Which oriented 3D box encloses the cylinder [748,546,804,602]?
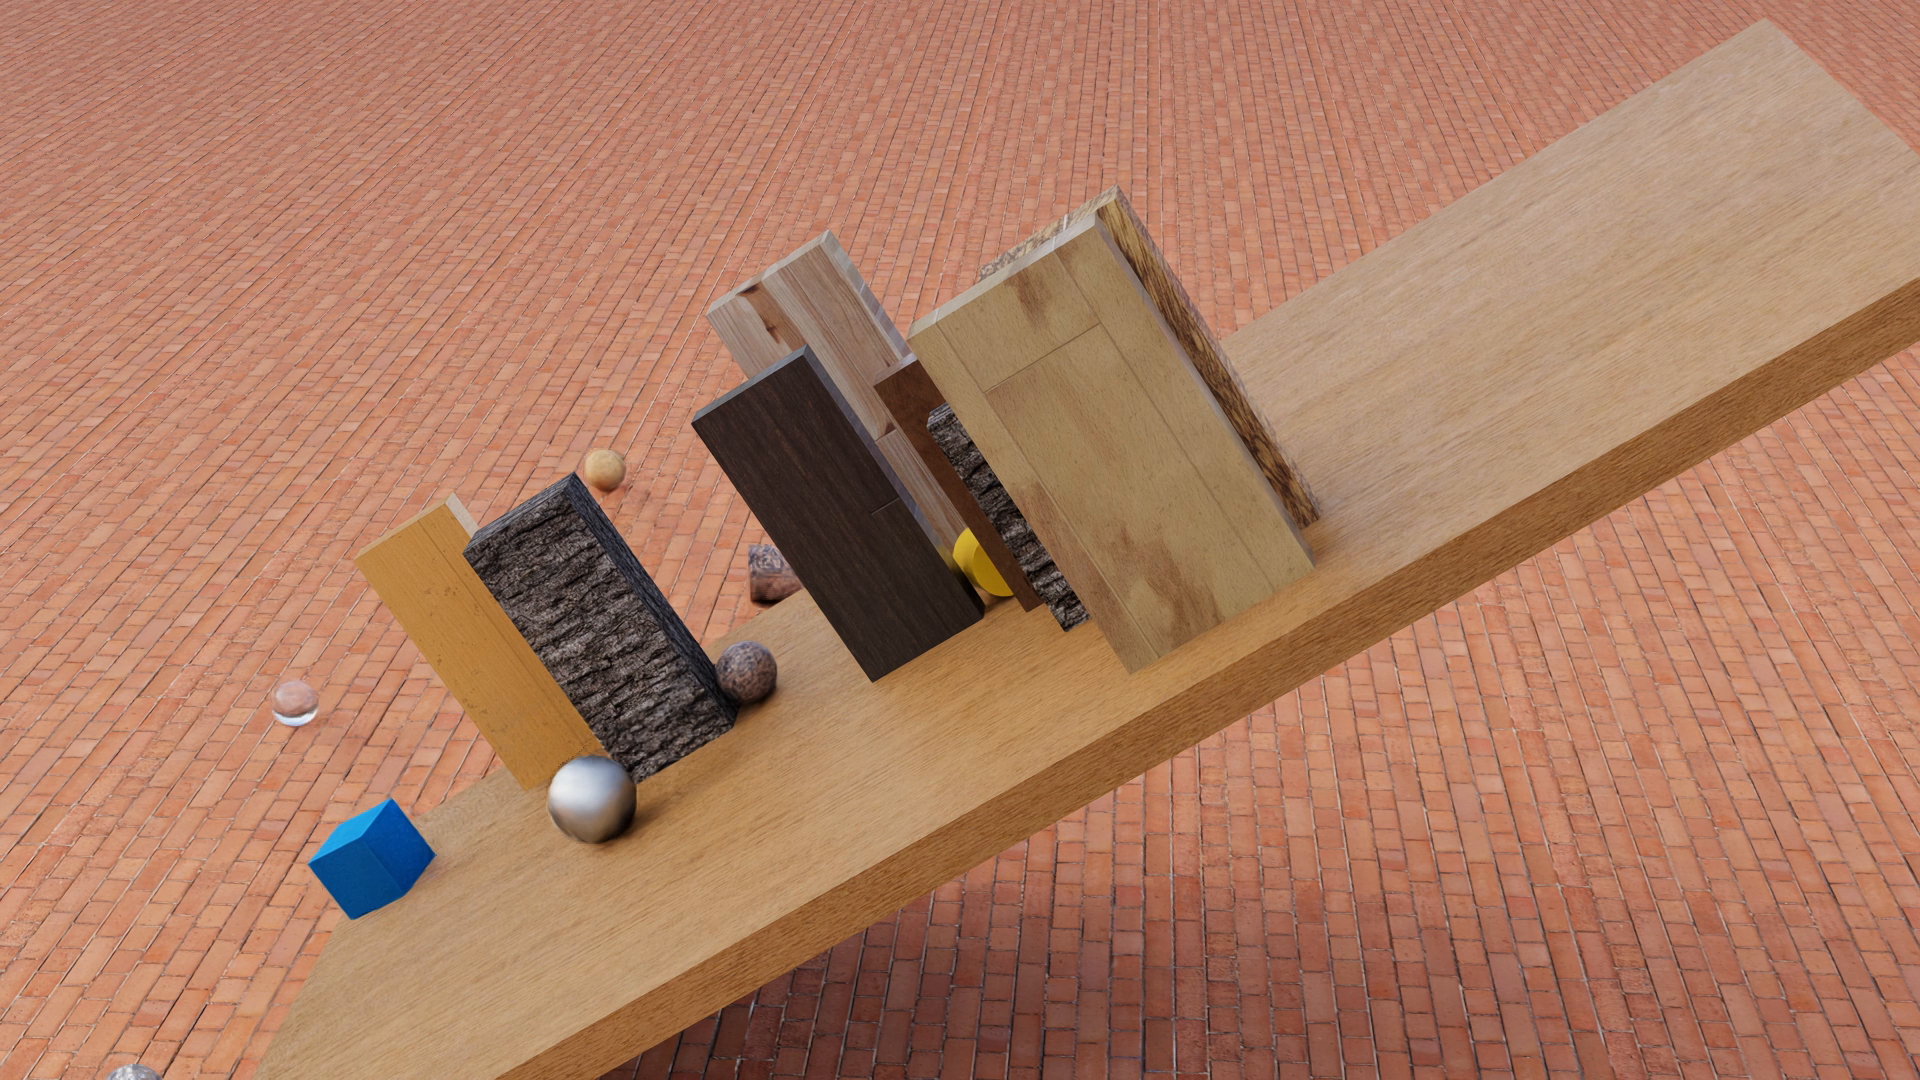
[{"bbox_3d":[-0.593,0.107,9.497,0.176,0.176,0.176,-2,20,-5],"label":"cylinder"}]

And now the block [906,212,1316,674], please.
[{"bbox_3d":[0.280,-0.170,5.379,0.399,0.762,0.105,-31,15,14],"label":"block"}]

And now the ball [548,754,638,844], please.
[{"bbox_3d":[-0.809,0.571,6.481,0.195,0.195,0.195,0,20,0],"label":"ball"}]

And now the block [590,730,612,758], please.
[{"bbox_3d":[-0.791,0.443,6.966,0.122,0.122,0.122,-34,18,2],"label":"block"}]

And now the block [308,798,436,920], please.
[{"bbox_3d":[-1.435,0.780,7.180,0.181,0.181,0.181,-27,17,26],"label":"block"}]

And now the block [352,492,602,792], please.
[{"bbox_3d":[-1.147,0.252,7.173,0.280,0.715,0.083,-31,15,14],"label":"block"}]

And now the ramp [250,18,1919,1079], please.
[{"bbox_3d":[0.140,0.170,6.294,4.000,0.100,2.000,-31,15,14],"label":"ramp"}]

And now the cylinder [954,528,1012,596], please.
[{"bbox_3d":[0.076,0.040,6.356,0.146,0.146,0.146,-6,8,-16],"label":"cylinder"}]

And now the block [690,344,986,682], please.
[{"bbox_3d":[-0.256,-0.052,6.279,0.287,0.694,0.082,-31,15,14],"label":"block"}]

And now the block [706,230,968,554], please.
[{"bbox_3d":[-0.227,-0.299,6.813,0.330,0.781,0.115,-31,15,14],"label":"block"}]

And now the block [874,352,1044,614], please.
[{"bbox_3d":[0.125,-0.178,6.080,0.338,0.584,0.087,-31,15,14],"label":"block"}]

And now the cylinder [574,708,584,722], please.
[{"bbox_3d":[-0.822,0.356,7.136,0.178,0.178,0.178,9,18,23],"label":"cylinder"}]

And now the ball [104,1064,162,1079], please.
[{"bbox_3d":[-1.821,1.229,6.472,0.150,0.150,0.150,0,20,0],"label":"ball"}]

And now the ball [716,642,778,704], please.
[{"bbox_3d":[-0.489,0.304,6.738,0.142,0.142,0.142,0,20,0],"label":"ball"}]

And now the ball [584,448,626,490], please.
[{"bbox_3d":[-1.269,-0.251,10.518,0.149,0.149,0.149,0,20,0],"label":"ball"}]

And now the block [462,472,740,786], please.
[{"bbox_3d":[-0.810,0.205,6.696,0.279,0.670,0.144,-31,15,14],"label":"block"}]

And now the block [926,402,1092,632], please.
[{"bbox_3d":[0.185,-0.099,5.851,0.260,0.509,0.101,-31,15,14],"label":"block"}]

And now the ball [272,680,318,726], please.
[{"bbox_3d":[-1.934,0.476,8.553,0.134,0.134,0.134,0,20,0],"label":"ball"}]

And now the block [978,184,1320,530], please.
[{"bbox_3d":[0.363,-0.280,5.596,0.305,0.736,0.119,-31,15,14],"label":"block"}]
